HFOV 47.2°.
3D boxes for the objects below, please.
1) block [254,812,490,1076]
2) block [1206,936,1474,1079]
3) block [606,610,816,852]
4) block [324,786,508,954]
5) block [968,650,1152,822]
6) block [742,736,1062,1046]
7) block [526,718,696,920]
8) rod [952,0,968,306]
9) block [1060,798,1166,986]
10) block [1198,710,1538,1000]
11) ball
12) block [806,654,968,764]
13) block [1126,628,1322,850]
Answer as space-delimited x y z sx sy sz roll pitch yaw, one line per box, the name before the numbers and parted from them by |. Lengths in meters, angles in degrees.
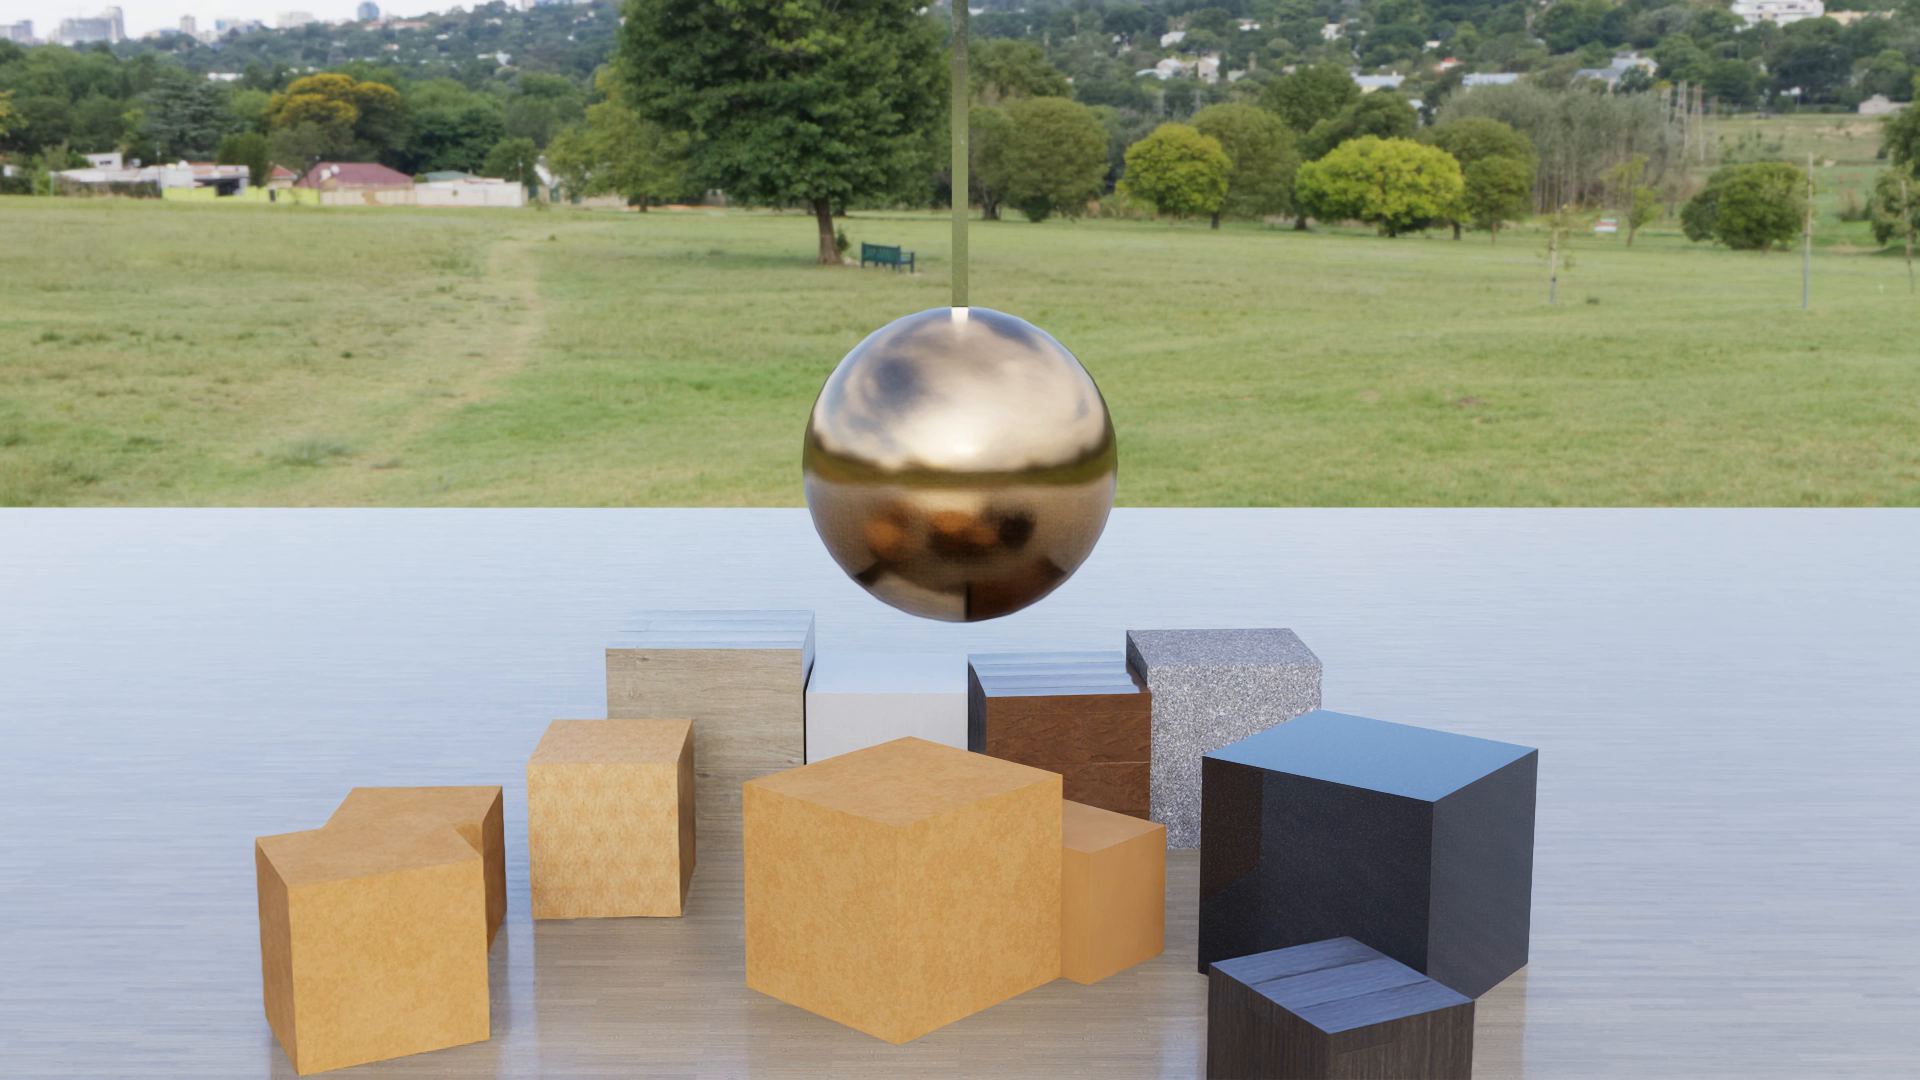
block | -2.341 1.585 8.748 0.742 0.752 0.674 -5 12 -27
block | 1.318 1.842 7.701 0.610 0.621 0.706 -5 12 -27
block | -1.259 0.963 11.362 0.968 1.040 0.925 0 10 0
block | -2.416 1.469 9.818 0.672 0.596 0.567 0 10 -3
block | 0.488 1.089 11.207 0.811 0.848 0.905 -1 10 -5
block | -0.235 1.429 9.216 0.895 0.891 0.985 9 14 42
block | -1.630 1.300 10.375 0.678 0.731 0.786 0 10 -2
rod | 0.000 -3.725 10.503 0.080 5.200 0.080 0 10 0
block | 0.496 1.520 9.593 0.599 0.577 0.524 9 14 42
block | 1.736 1.367 9.364 1.059 0.960 0.980 8 13 38
ball | 0.000 -0.380 11.111 1.600 1.600 1.600 0 10 0
block | -0.363 1.079 11.386 0.803 0.803 0.832 0 10 0
block | 1.338 1.011 11.350 0.873 0.951 0.800 -1 10 -3
